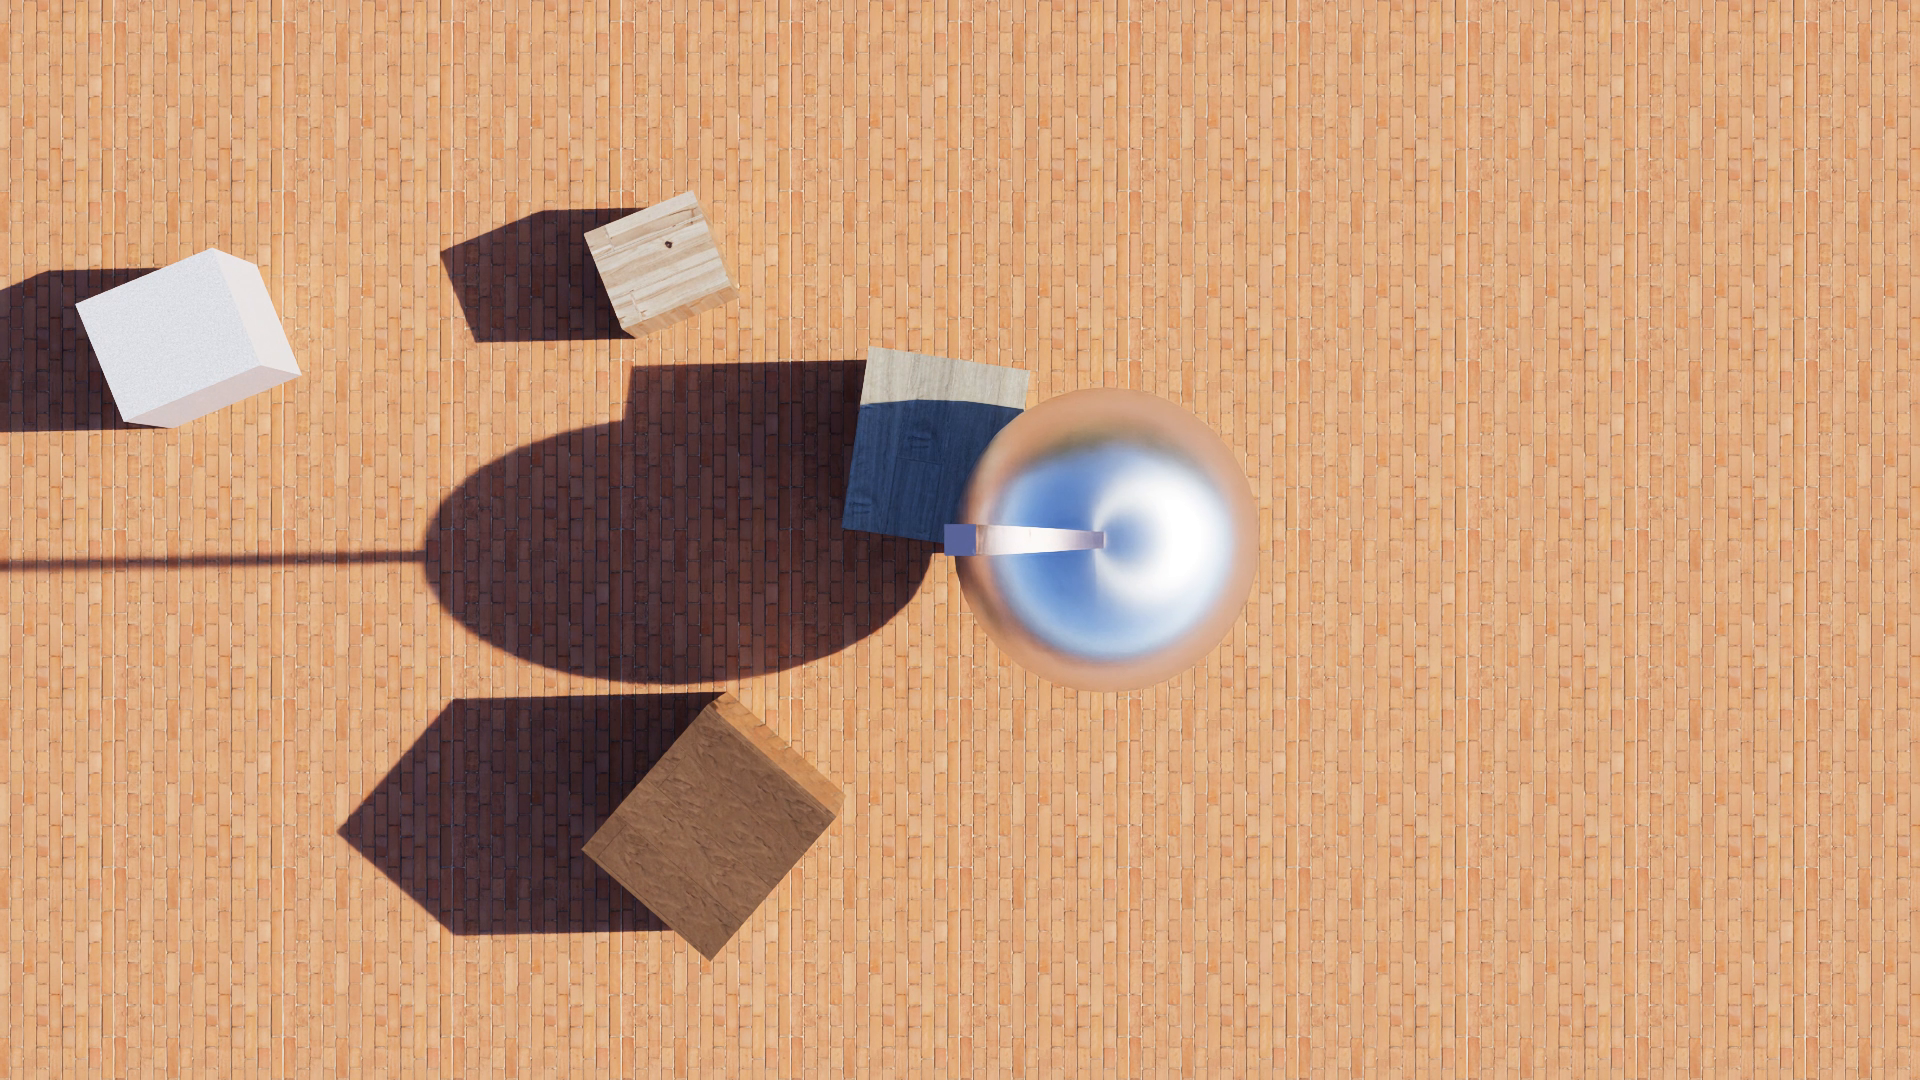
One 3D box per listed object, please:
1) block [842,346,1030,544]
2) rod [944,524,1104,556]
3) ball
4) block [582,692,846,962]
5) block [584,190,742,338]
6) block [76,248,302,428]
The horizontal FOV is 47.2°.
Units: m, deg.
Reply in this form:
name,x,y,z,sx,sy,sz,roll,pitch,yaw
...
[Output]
name,x,y,z,sx,sy,sz,roll,pitch,yaw
block,-0.133,-0.500,12.552,0.897,0.896,1.012,9,90,0
rod,0.330,0.000,8.116,0.080,5.200,0.080,0,90,7
ball,0.761,0.000,11.489,1.600,1.600,1.600,0,90,0
block,-1.369,1.598,12.496,0.933,1.009,1.052,41,90,0
block,-1.707,-1.582,12.702,0.662,0.596,0.580,-22,90,0
block,-4.406,-1.143,12.617,0.824,0.767,0.706,-22,90,0
